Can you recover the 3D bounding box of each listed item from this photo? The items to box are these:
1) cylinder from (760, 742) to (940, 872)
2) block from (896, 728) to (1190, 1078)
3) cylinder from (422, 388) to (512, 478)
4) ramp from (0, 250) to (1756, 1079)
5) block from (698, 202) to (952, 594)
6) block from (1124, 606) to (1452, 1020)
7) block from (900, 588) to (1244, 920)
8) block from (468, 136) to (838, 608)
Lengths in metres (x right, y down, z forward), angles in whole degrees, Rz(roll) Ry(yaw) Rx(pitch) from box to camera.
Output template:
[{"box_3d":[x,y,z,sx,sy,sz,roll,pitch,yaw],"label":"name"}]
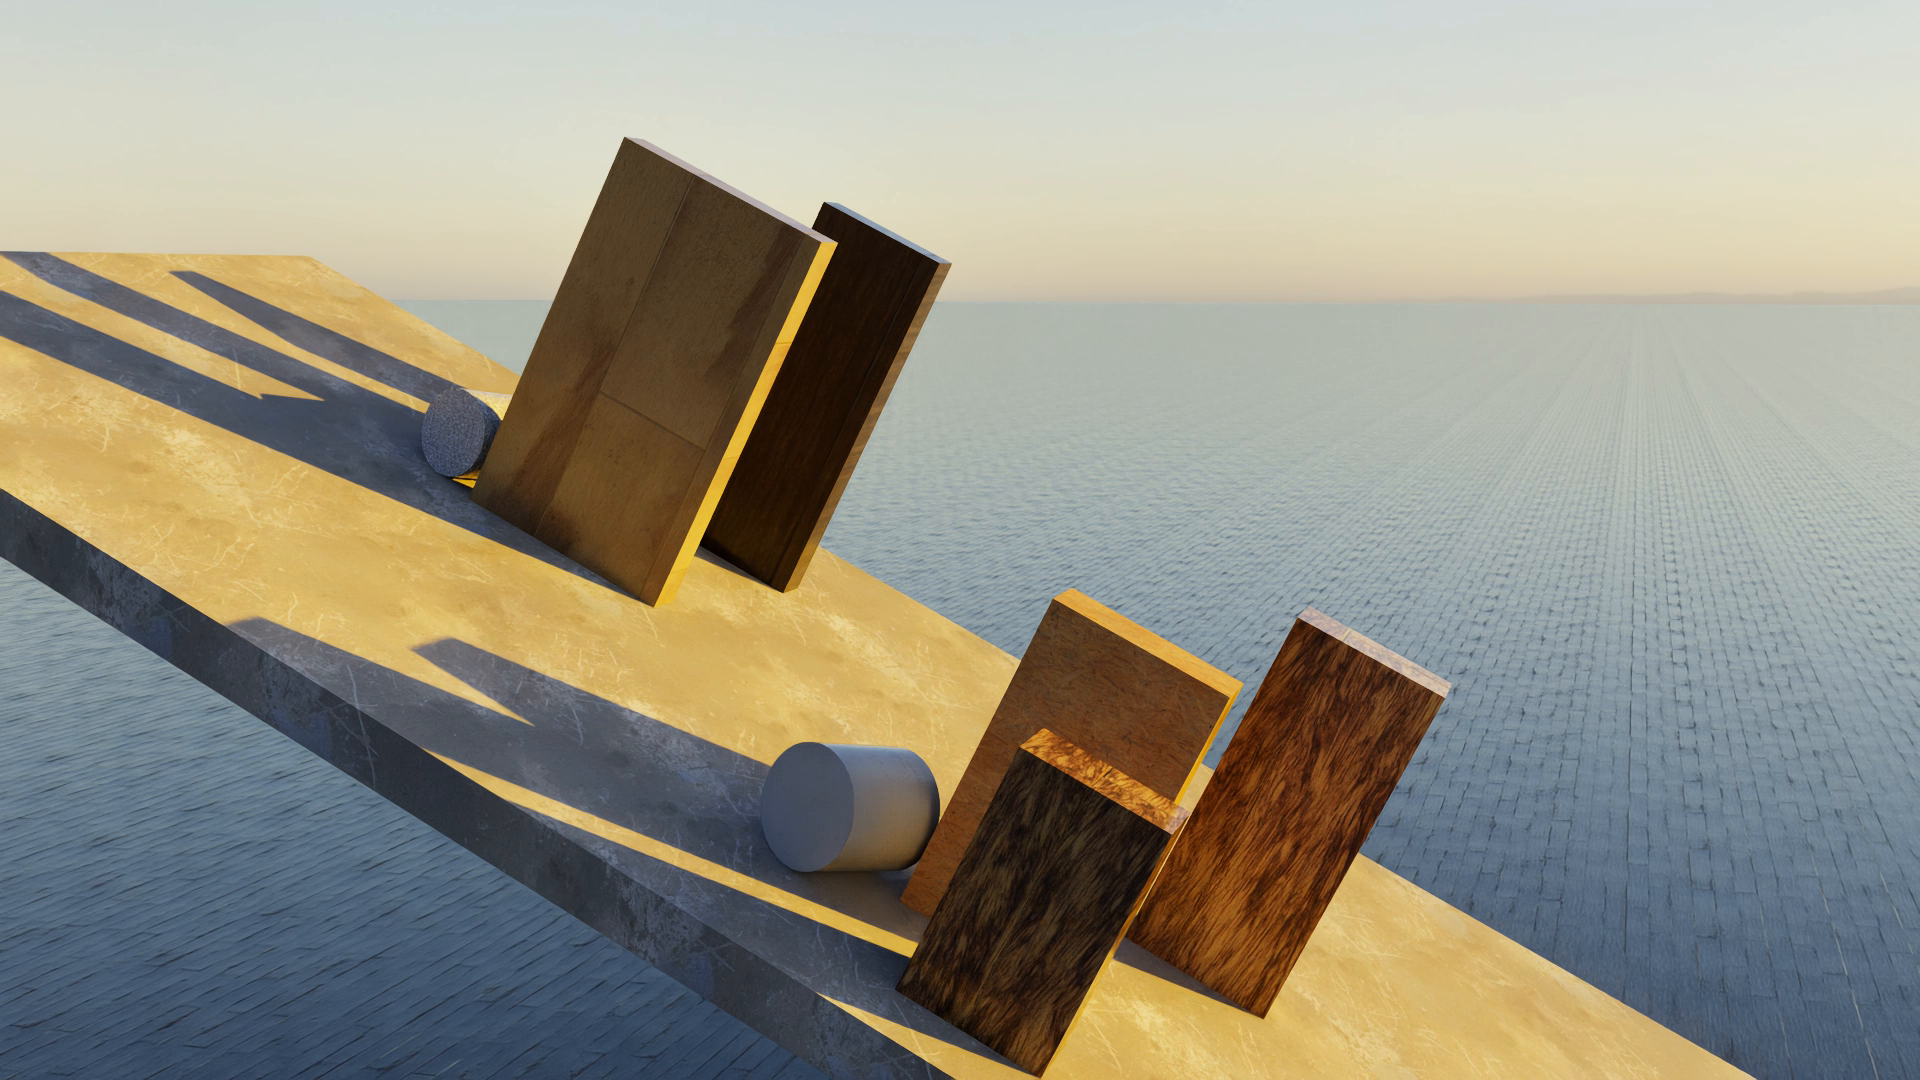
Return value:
[{"box_3d":[-0.175,0.429,3.528,0.204,0.204,0.204,6,-2,41],"label":"cylinder"},{"box_3d":[0.121,0.531,3.230,0.249,0.422,0.135,29,14,12],"label":"block"},{"box_3d":[-0.970,-0.213,4.494,0.179,0.179,0.179,5,0,33],"label":"cylinder"},{"box_3d":[-0.239,0.400,4.156,4.000,0.100,2.000,29,14,12],"label":"ramp"},{"box_3d":[-0.320,-0.302,4.711,0.285,0.790,0.088,29,14,12],"label":"block"},{"box_3d":[0.562,0.468,3.787,0.274,0.646,0.134,29,14,12],"label":"block"},{"box_3d":[0.174,0.403,3.497,0.312,0.563,0.121,29,14,12],"label":"block"},{"box_3d":[-0.605,-0.323,4.277,0.448,0.788,0.087,29,14,12],"label":"block"}]
